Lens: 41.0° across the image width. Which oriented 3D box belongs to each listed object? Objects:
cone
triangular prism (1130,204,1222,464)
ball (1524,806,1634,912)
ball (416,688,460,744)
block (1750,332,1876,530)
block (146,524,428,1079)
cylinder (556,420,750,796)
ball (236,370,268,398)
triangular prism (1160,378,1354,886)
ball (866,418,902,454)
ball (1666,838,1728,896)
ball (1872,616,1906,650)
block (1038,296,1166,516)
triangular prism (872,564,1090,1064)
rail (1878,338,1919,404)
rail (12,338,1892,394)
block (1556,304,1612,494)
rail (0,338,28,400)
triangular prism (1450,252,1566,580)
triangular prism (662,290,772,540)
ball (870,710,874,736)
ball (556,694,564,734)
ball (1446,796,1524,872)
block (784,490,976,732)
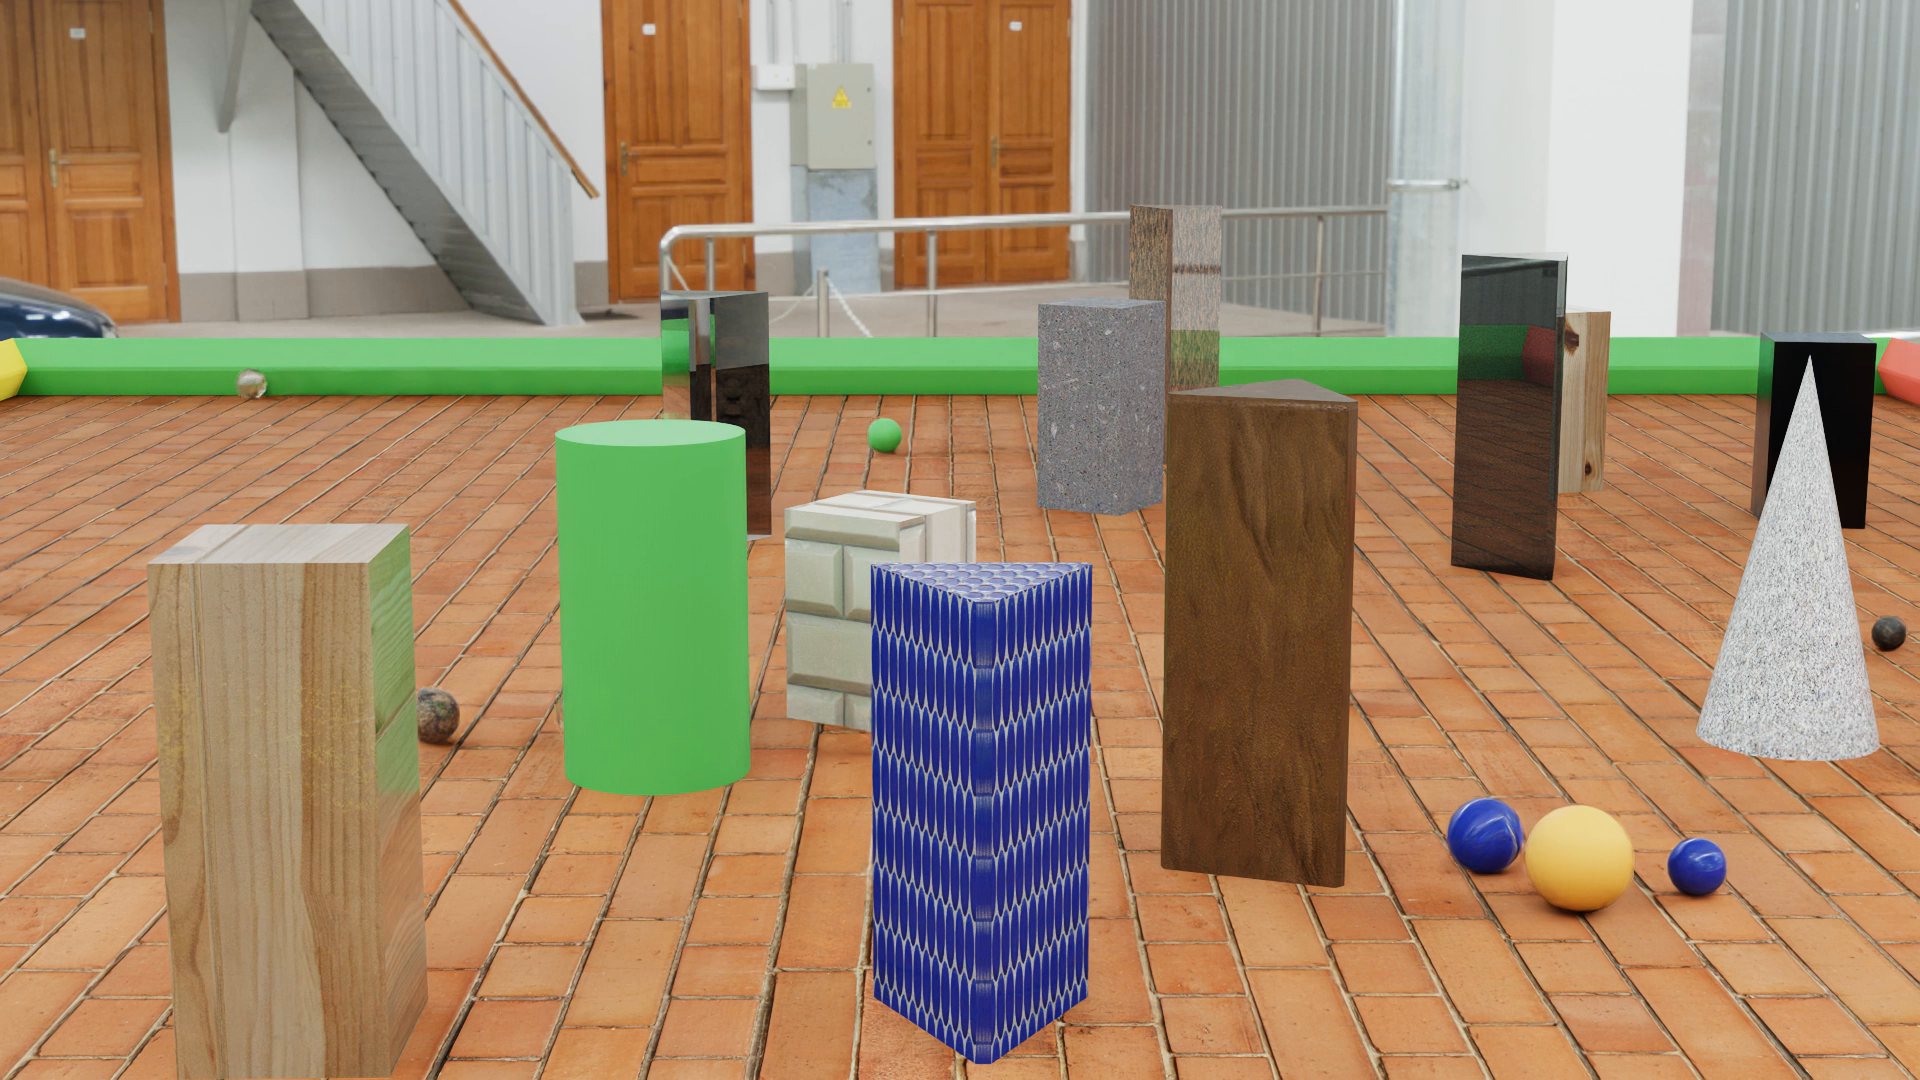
[{"bbox_3d":[0.905,0.009,2.770,0.193,0.421,0.193,0,11,0],"label":"cone"},{"bbox_3d":[0.376,-0.388,4.780,0.145,0.466,0.167,8,13,38],"label":"triangular prism"},{"bbox_3d":[0.538,0.277,2.231,0.092,0.092,0.092,0,11,0],"label":"ball"},{"bbox_3d":[-0.572,0.190,2.781,0.061,0.061,0.061,0,11,0],"label":"ball"},{"bbox_3d":[1.369,-0.179,4.123,0.154,0.295,0.154,2,11,9],"label":"block"},{"bbox_3d":[-0.493,0.190,1.906,0.154,0.382,0.154,0,11,-1],"label":"block"},{"bbox_3d":[-0.315,0.065,2.648,0.193,0.356,0.193,0,11,0],"label":"cylinder"},{"bbox_3d":[-1.556,-0.343,5.637,0.065,0.065,0.065,0,11,0],"label":"ball"},{"bbox_3d":[0.288,0.078,2.353,0.167,0.438,0.145,4,11,20],"label":"triangular prism"},{"bbox_3d":[-0.143,-0.198,4.852,0.067,0.067,0.067,0,11,0],"label":"ball"},{"bbox_3d":[0.653,0.290,2.272,0.051,0.051,0.051,0,11,0],"label":"ball"},{"bbox_3d":[1.168,0.117,3.226,0.042,0.042,0.042,0,11,0],"label":"ball"},{"bbox_3d":[0.234,-0.225,4.255,0.154,0.338,0.154,7,12,31],"label":"block"},{"bbox_3d":[0.038,0.196,1.966,0.145,0.348,0.167,-6,12,-30],"label":"triangular prism"},{"bbox_3d":[2.063,0.030,3.461,0.045,0.125,4.589,0,11,0],"label":"rail"},{"bbox_3d":[-0.013,-0.383,5.682,4.173,0.125,0.045,0,11,0],"label":"rail"},{"bbox_3d":[1.012,-0.246,4.448,0.154,0.310,0.154,-3,11,-18],"label":"block"},{"bbox_3d":[-2.063,0.034,3.437,0.045,0.125,4.589,0,11,0],"label":"rail"},{"bbox_3d":[0.831,-0.186,3.725,0.167,0.455,0.145,10,15,44],"label":"triangular prism"},{"bbox_3d":[-0.404,-0.190,3.954,0.145,0.381,0.167,8,13,38],"label":"triangular prism"},{"bbox_3d":[-0.063,0.196,2.738,0.065,0.065,0.065,0,11,0],"label":"ball"},{"bbox_3d":[-0.408,0.188,2.787,0.062,0.062,0.062,0,11,0],"label":"ball"},{"bbox_3d":[0.479,0.269,2.337,0.069,0.069,0.069,0,11,0],"label":"ball"},{"bbox_3d":[-0.089,0.078,2.895,0.154,0.239,0.154,7,12,32],"label":"block"}]
